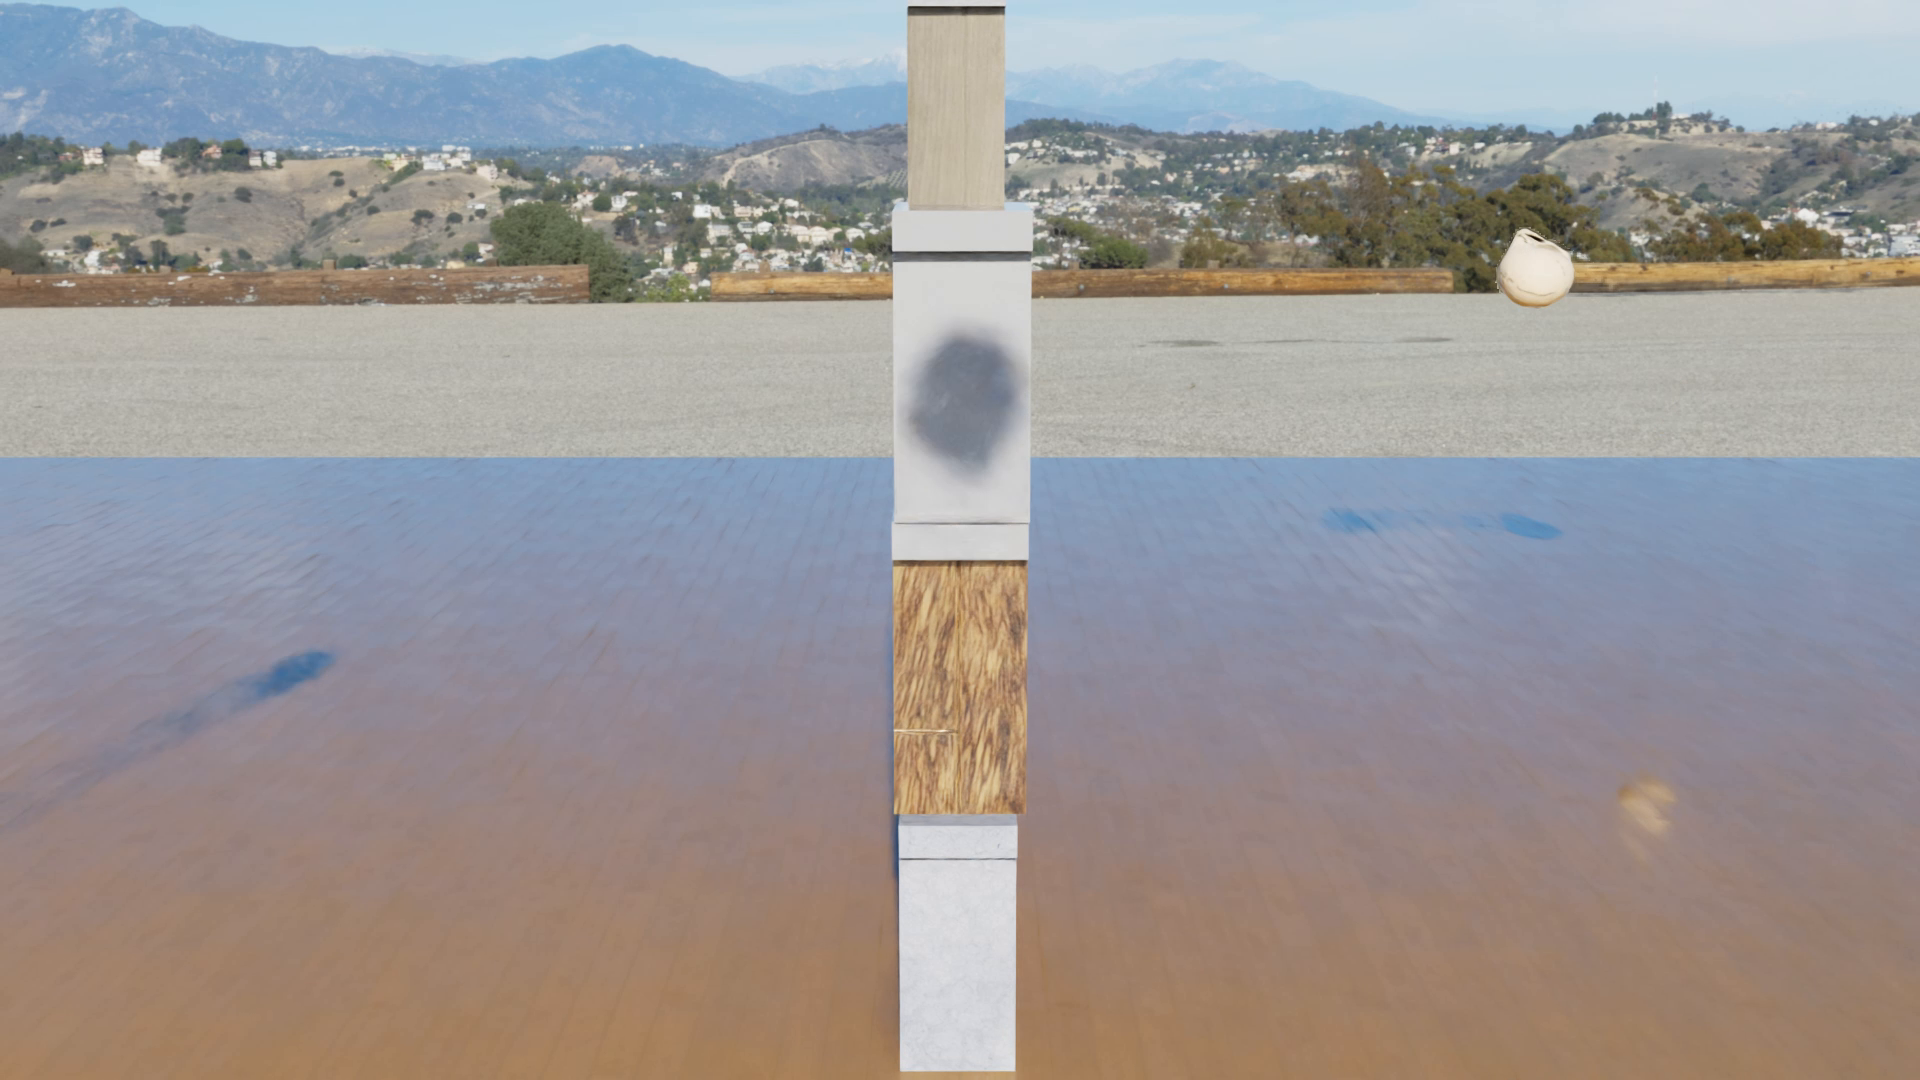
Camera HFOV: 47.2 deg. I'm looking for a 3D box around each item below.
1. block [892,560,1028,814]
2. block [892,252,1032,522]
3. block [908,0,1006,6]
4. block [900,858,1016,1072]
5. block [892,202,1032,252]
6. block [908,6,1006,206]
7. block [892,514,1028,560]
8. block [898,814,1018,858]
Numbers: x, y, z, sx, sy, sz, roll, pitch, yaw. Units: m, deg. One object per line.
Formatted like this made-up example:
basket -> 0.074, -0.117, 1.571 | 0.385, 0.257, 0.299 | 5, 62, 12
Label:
block -> 0.000, 0.188, 2.923 | 0.176, 0.352, 0.050 | 0, 11, 0
block -> 0.003, -0.197, 2.809 | 0.174, 0.347, 0.049 | 0, 11, 0
block -> -0.005, -0.730, 2.959 | 0.128, 0.036, 0.256 | 0, 11, -1
block -> -0.003, 0.562, 2.969 | 0.156, 0.311, 0.044 | 0, 11, 0
block -> 0.001, -0.413, 2.886 | 0.174, 0.049, 0.347 | 0, 11, -1
block -> -0.005, -0.571, 2.901 | 0.128, 0.256, 0.036 | 0, 11, -1
block -> 0.000, -0.031, 3.002 | 0.176, 0.050, 0.352 | 0, 11, 0
block -> -0.003, 0.368, 3.039 | 0.156, 0.044, 0.311 | 0, 11, 0
